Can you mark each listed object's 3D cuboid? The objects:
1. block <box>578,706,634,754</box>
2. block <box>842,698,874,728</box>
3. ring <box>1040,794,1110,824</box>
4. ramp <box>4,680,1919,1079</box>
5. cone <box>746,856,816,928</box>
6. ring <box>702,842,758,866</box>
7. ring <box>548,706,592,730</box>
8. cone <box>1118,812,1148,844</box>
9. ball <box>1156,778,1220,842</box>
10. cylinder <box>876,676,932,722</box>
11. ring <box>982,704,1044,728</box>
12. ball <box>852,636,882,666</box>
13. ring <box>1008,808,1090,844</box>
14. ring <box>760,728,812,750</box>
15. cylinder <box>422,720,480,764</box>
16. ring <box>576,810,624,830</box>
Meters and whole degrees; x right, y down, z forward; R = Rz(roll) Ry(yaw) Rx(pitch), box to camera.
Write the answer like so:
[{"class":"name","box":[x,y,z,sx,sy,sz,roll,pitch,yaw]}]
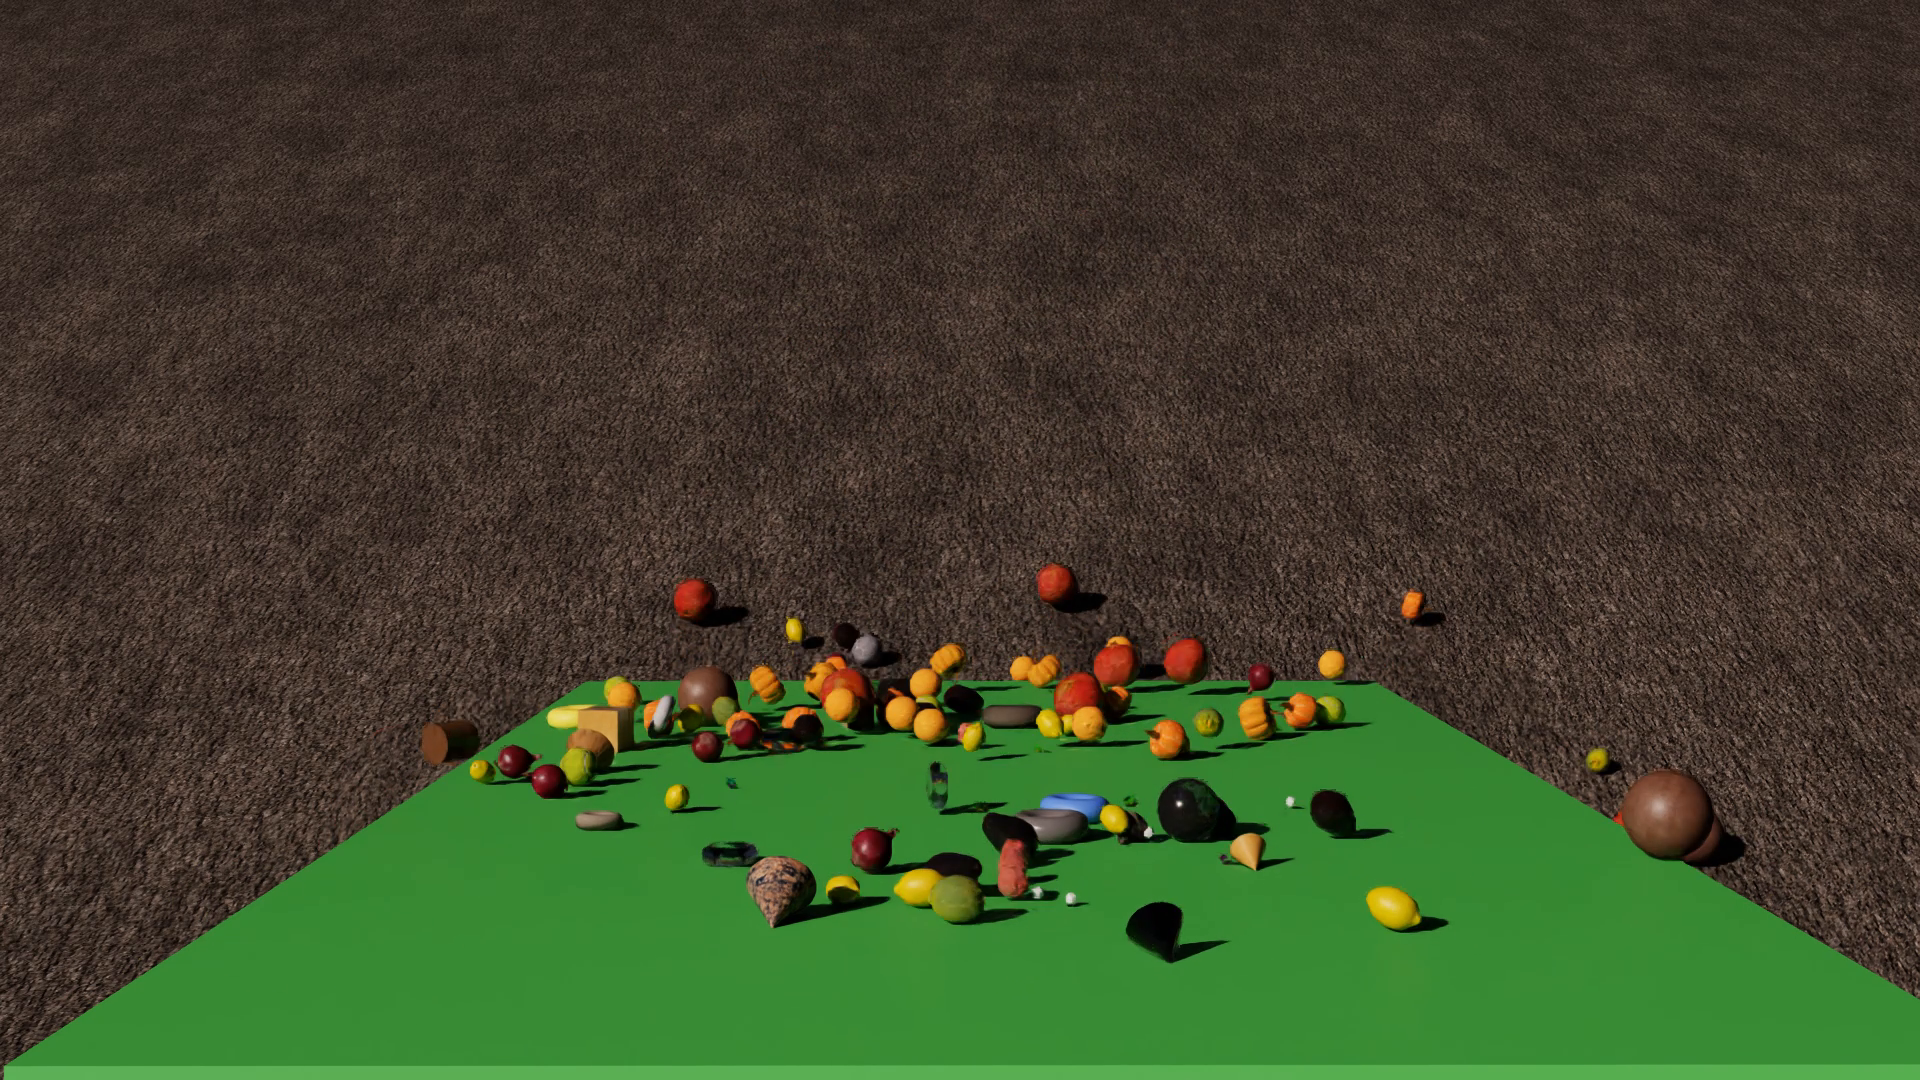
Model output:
[{"class":"block","box":[-0.701,0.375,5.104,0.082,0.082,0.082,1,2,17]},{"class":"block","box":[-0.218,0.371,5.508,0.057,0.057,0.057,-1,2,-18]},{"class":"ring","box":[0.186,0.434,4.166,0.116,0.039,0.116,1,2,0]},{"class":"ramp","box":[0.054,0.488,4.541,2.000,0.100,4.000,0,2,0]},{"class":"cone","box":[-0.234,0.468,3.289,0.092,0.092,0.092,2,29,3]},{"class":"ring","box":[-0.335,0.457,3.743,0.083,0.028,0.083,-1,3,0]},{"class":"ring","box":[-0.821,0.379,5.515,0.127,0.042,0.127,-1,3,0]},{"class":"cone","box":[0.254,0.451,3.931,0.053,0.053,0.053,12,34,25]},{"class":"ball","box":[0.350,0.414,3.948,0.096,0.096,0.096,0,23,0]},{"class":"cylinder","box":[-0.121,0.348,5.634,0.091,0.091,0.091,-3,22,-28]},{"class":"ring","box":[0.114,0.377,5.510,0.135,0.045,0.135,0,-2,0]},{"class":"ball","box":[-0.245,0.292,6.821,0.081,0.081,0.081,0,23,0]},{"class":"ring","box":[0.138,0.441,3.965,0.126,0.042,0.126,-1,3,0]},{"class":"ring","box":[-0.347,0.397,5.137,0.105,0.035,0.105,3,5,0]},{"class":"cylinder","box":[-1.112,0.440,5.620,0.088,0.088,0.088,19,15,37]},{"class":"ring","box":[-0.572,0.445,4.079,0.075,0.025,0.075,1,2,0]}]
